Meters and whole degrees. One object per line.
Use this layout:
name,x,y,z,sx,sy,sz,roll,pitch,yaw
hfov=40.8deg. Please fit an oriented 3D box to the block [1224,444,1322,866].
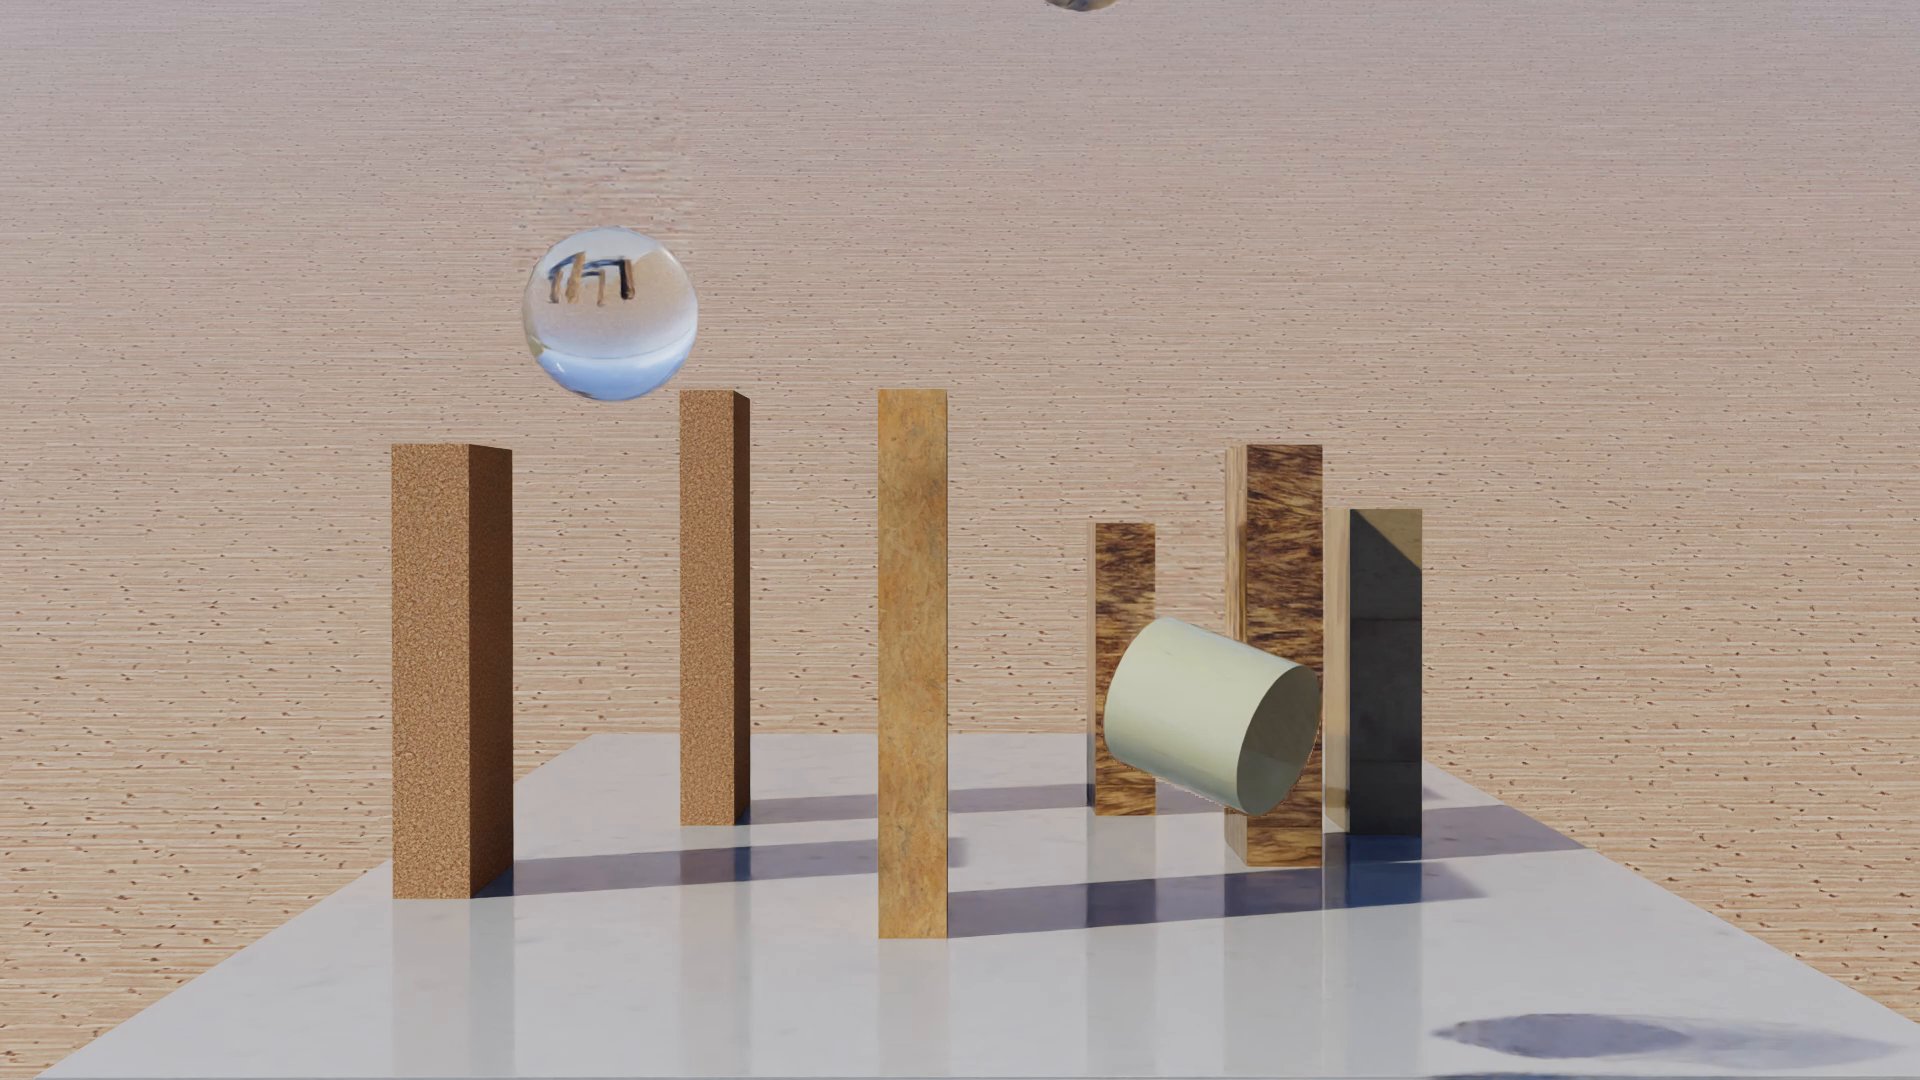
block,0.520,0.183,4.313,0.121,0.677,0.349,0,1,0

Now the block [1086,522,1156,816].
block,0.310,0.240,5.000,0.112,0.547,0.333,0,1,0

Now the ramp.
ramp,0.063,0.569,4.609,2.000,0.100,4.000,0,1,0

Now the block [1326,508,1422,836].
block,0.748,0.230,4.690,0.127,0.574,0.303,0,1,0

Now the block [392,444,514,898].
block,-0.779,0.191,3.988,0.114,0.670,0.375,0,1,0

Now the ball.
ball,-0.294,-0.190,2.177,0.148,0.148,0.148,0,28,0

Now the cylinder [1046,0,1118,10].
cylinder,0.126,-0.554,2.288,0.139,0.139,0.139,-9,0,-16

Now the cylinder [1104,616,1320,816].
cylinder,0.257,0.177,2.627,0.159,0.159,0.159,20,34,33

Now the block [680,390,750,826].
block,-0.459,0.121,4.867,0.097,0.789,0.373,0,1,0

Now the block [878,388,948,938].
block,-0.064,0.163,3.631,0.091,0.733,0.376,0,1,0
